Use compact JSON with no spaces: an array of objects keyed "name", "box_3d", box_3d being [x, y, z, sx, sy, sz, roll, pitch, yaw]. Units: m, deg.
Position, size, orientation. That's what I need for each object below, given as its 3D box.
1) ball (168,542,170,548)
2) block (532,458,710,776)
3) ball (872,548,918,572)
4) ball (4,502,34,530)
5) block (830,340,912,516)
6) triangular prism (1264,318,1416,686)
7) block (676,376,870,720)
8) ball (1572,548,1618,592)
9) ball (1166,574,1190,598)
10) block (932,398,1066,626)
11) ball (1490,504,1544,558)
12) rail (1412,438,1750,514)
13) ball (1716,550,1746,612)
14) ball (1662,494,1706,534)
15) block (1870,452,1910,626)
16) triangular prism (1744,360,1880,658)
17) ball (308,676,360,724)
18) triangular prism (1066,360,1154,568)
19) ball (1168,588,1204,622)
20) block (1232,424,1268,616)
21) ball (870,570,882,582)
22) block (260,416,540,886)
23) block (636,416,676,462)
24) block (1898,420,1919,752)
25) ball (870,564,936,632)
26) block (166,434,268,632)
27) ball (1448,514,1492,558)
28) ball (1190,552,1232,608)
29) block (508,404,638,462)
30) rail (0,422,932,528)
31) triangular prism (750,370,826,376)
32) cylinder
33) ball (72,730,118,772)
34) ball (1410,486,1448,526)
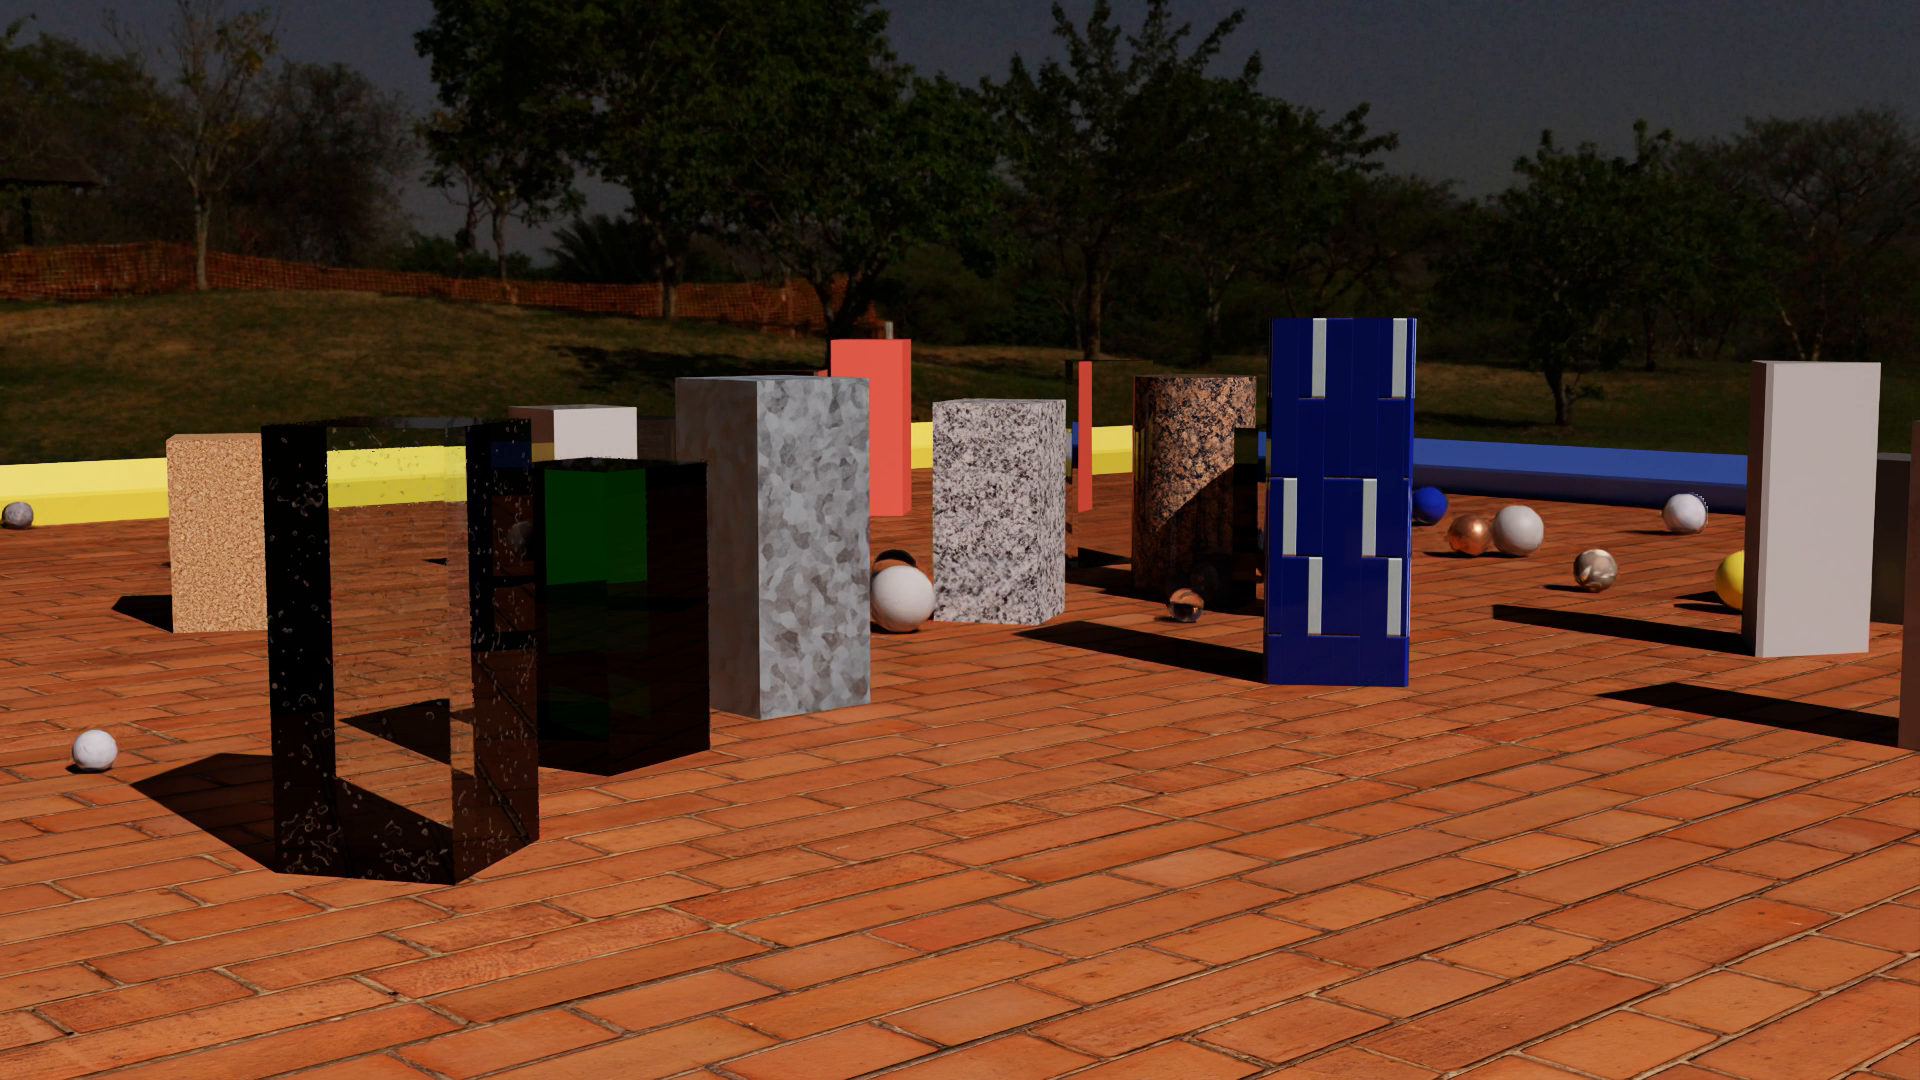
[{"name":"ball","box_3d":[-1.341,0.010,3.829,0.069,0.069,0.069,0,6,0]},{"name":"block","box_3d":[-0.360,0.070,2.191,0.155,0.292,0.155,4,7,32]},{"name":"ball","box_3d":[-0.102,0.049,3.446,0.071,0.071,0.071,0,6,0]},{"name":"ball","box_3d":[-1.905,-0.049,4.453,0.057,0.057,0.057,0,6,0]},{"name":"block","box_3d":[-0.193,-0.249,4.815,0.155,0.378,0.155,1,6,6]},{"name":"triangular prism","box_3d":[0.455,-0.051,2.660,0.167,0.434,0.145,1,6,7]},{"name":"block","box_3d":[-0.211,0.001,2.480,0.155,0.368,0.155,-5,8,-41]},{"name":"ball","box_3d":[1.004,0.048,3.474,0.068,0.068,0.068,0,6,0]},{"name":"ball","box_3d":[0.334,0.074,3.341,0.044,0.044,0.044,0,6,0]},{"name":"block","box_3d":[0.058,-0.045,3.186,0.155,0.312,0.155,2,6,17]},{"name":"ball","box_3d":[1.003,-0.016,3.958,0.094,0.094,0.094,0,6,0]},{"name":"rail","box_3d":[1.640,-0.125,4.837,0.045,0.126,4.353,-6,8,-42]},{"name":"ball","box_3d":[1.158,0.061,3.231,0.093,0.093,0.093,0,6,0]},{"name":"ball","box_3d":[1.432,-0.051,4.348,0.082,0.082,0.082,0,6,0]},{"name":"block","box_3d":[1.366,-0.003,3.174,0.155,0.232,0.155,-5,8,-41]},{"name":"triangular prism","box_3d":[1.084,-0.046,2.894,0.167,0.376,0.145,-2,6,-17]},{"name":"ball","box_3d":[-0.672,0.172,2.362,0.053,0.053,0.053,0,6,0]},{"name":"triangular prism","box_3d":[0.230,-0.140,3.883,0.167,0.355,0.145,-4,7,-32]},{"name":"ball","box_3d":[0.322,0.093,3.129,0.051,0.051,0.051,0,6,0]},{"name":"block","box_3d":[0.503,-0.030,3.234,0.155,0.273,0.155,3,7,28]},{"name":"ball","box_3d":[-0.124,0.069,3.391,0.043,0.043,0.043,0,6,0]},{"name":"block","box_3d":[-0.448,0.082,1.779,0.155,0.354,0.155,2,6,14]},{"name":"block","box_3d":[-0.601,-0.109,4.127,0.155,0.243,0.155,1,6,12]},{"name":"block","box_3d":[1.063,0.048,2.205,0.155,0.333,0.155,-4,7,-36]},{"name":"ball","box_3d":[-0.081,0.081,3.033,0.094,0.094,0.094,0,6,0]},{"name":"block","box_3d":[-1.030,-0.014,3.113,0.155,0.266,0.155,-2,6,-15]},{"name":"ball","box_3d":[0.916,-0.008,3.953,0.078,0.078,0.078,0,6,0]},{"name":"ball","box_3d":[0.385,0.060,3.278,0.085,0.085,0.085,0,6,0]},{"name":"block","box_3d":[-0.648,-0.082,3.688,0.155,0.282,0.155,-5,8,-39]},{"name":"rail","box_3d":[-1.460,-0.133,4.905,4.509,0.126,0.045,-6,8,-42]},{"name":"triangular prism","box_3d":[-0.318,-0.188,4.509,0.167,0.320,0.145,4,7,33]},{"name":"cylinder","box_3d":[0.368,-0.089,3.473,0.193,0.340,0.193,0,6,0]},{"name":"ball","box_3d":[-0.834,0.203,2.120,0.041,0.041,0.041,0,6,0]},{"name":"ball","box_3d":[0.966,-0.070,4.537,0.080,0.080,0.080,0,6,0]}]
